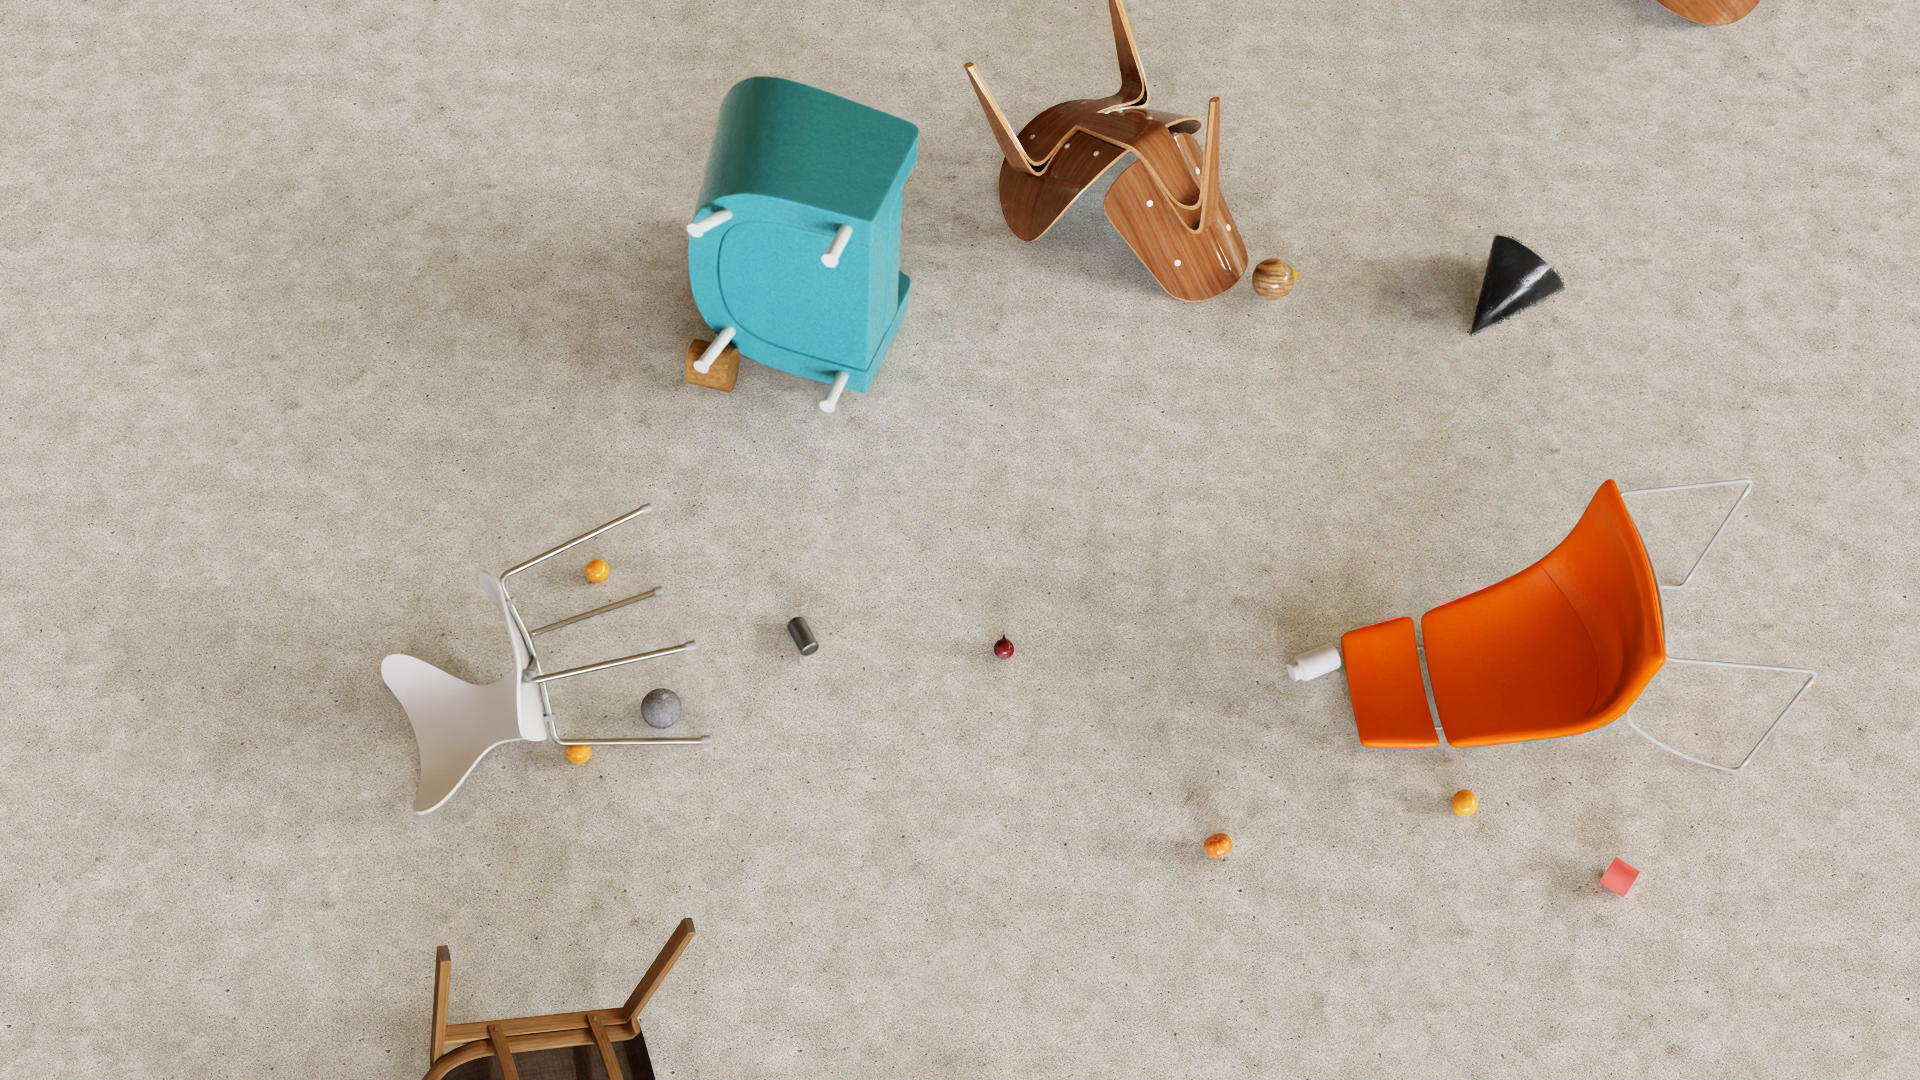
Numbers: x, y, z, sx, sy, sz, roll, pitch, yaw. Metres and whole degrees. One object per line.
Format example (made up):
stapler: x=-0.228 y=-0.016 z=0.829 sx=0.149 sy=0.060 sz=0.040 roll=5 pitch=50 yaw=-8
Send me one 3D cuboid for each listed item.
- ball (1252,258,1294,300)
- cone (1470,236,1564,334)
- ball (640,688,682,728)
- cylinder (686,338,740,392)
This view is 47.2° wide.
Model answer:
ball: x=1.005 y=-0.836 z=7.053 sx=0.137 sy=0.137 sz=0.137 roll=0 pitch=56 yaw=0
cone: x=1.719 y=-0.769 z=7.015 sx=0.271 sy=0.273 sz=0.297 roll=39 pitch=89 yaw=7
ball: x=-0.840 y=0.474 z=6.187 sx=0.114 sy=0.114 sz=0.114 roll=0 pitch=56 yaw=0
cylinder: x=-0.770 y=-0.543 z=6.849 sx=0.134 sy=0.149 sz=0.125 roll=13 pitch=40 yaw=9
